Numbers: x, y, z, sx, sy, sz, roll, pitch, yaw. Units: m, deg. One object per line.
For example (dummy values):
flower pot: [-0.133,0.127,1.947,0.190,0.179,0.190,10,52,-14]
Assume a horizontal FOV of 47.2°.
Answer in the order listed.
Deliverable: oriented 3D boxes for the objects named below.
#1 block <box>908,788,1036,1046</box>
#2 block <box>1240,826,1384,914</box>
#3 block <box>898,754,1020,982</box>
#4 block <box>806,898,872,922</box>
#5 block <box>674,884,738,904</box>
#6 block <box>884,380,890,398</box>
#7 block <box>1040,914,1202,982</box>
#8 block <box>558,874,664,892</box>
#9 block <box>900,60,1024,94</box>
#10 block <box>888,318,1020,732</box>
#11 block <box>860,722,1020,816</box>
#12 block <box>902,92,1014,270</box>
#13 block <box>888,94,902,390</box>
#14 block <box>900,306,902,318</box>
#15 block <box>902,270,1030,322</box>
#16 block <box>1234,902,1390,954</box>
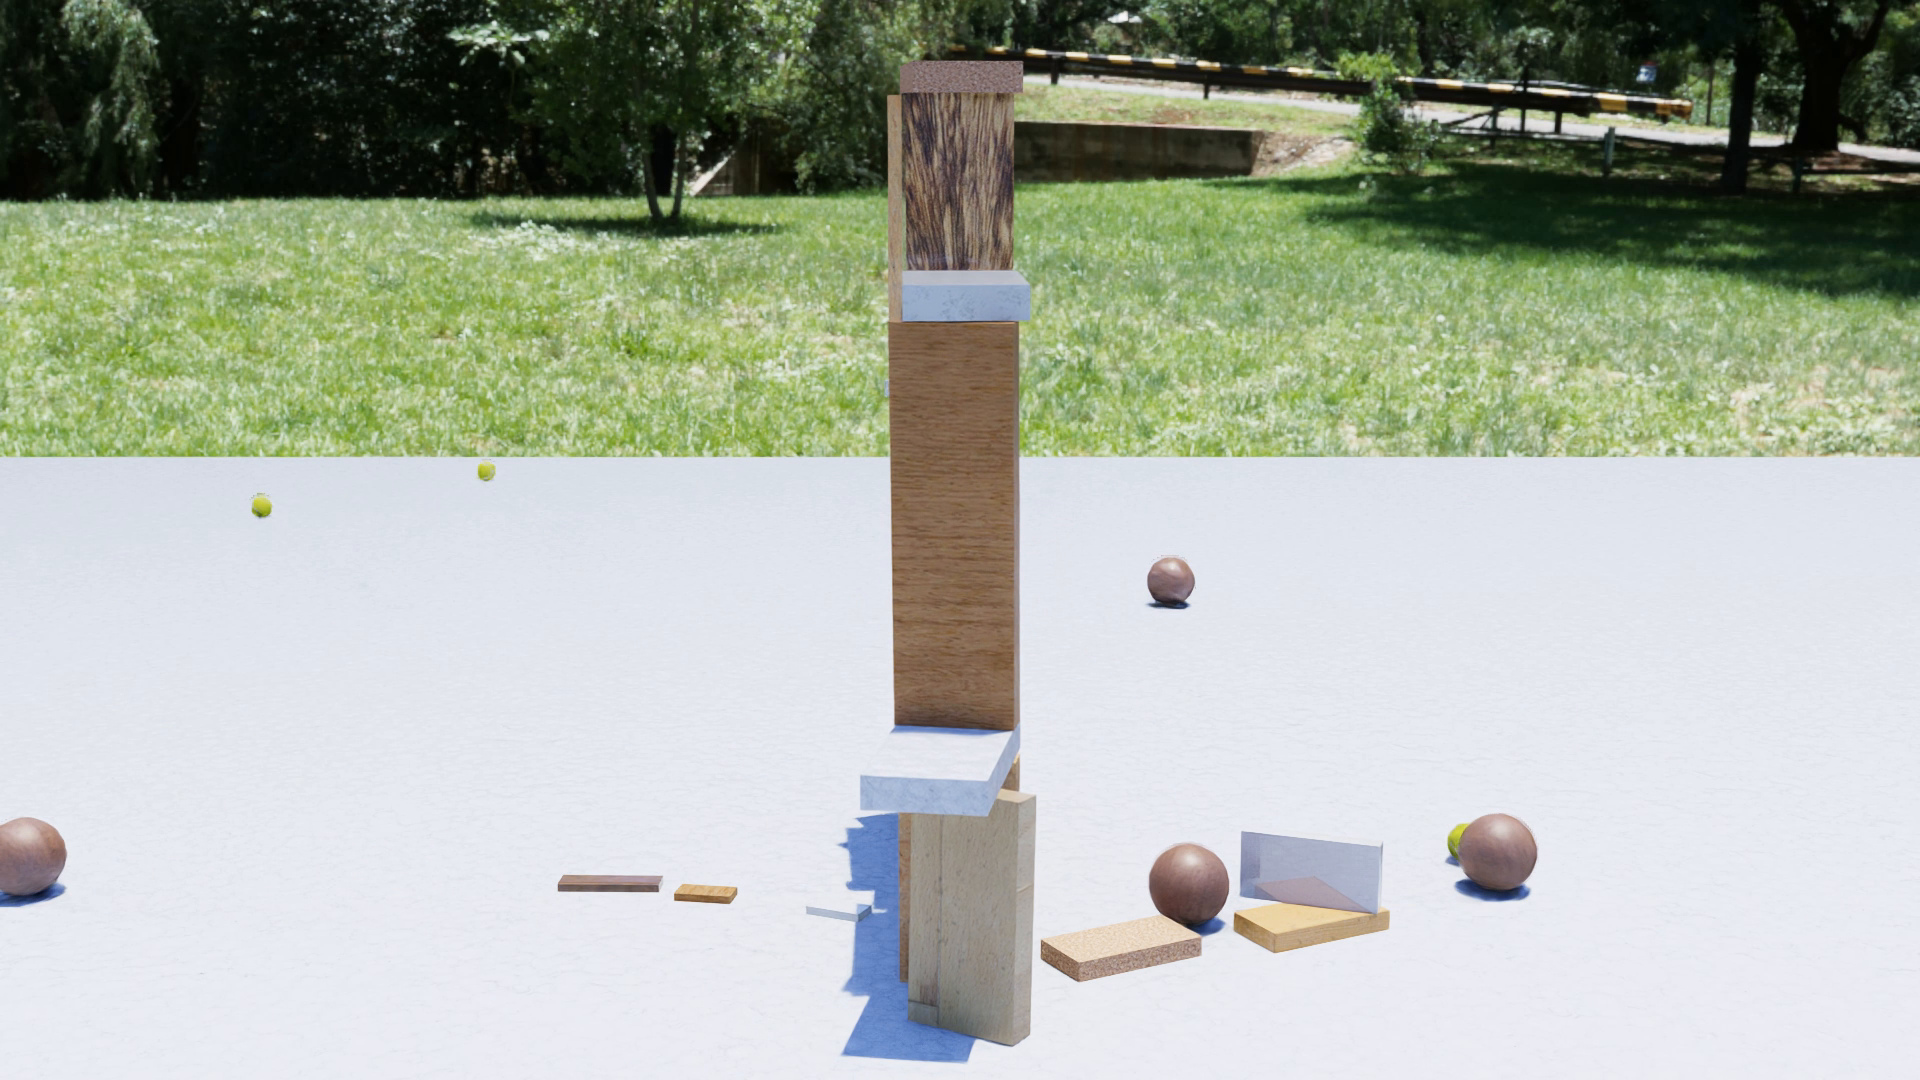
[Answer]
block: [0.016,0.519,3.093,0.174,0.347,0.049,6,10,31]
block: [0.562,0.528,3.526,0.223,0.112,0.032,4,11,21]
block: [-0.001,0.488,3.265,0.174,0.347,0.049,2,11,8]
block: [-0.197,0.601,3.574,0.095,0.014,0.048,5,12,24]
block: [-0.422,0.587,3.647,0.095,0.014,0.048,2,11,10]
block: [-0.044,-0.259,3.866,0.102,0.029,0.204,-5,12,-25]
block: [0.248,0.627,3.383,0.223,0.032,0.112,-6,12,-28]
block: [-0.587,0.578,3.698,0.170,0.014,0.048,0,11,1]
block: [-0.002,-0.760,3.627,0.174,0.049,0.347,-1,11,-5]
block: [-0.006,-0.020,3.157,0.178,0.591,0.050,2,13,11]
block: [-0.022,0.313,3.117,0.174,0.049,0.347,2,10,9]
block: [-0.004,-0.539,3.526,0.174,0.347,0.049,-2,11,-9]
block: [-0.036,-0.509,3.772,0.174,0.497,0.049,-7,13,-31]
block: [0.000,-0.183,3.397,0.178,0.356,0.050,0,10,2]
block: [0.004,-0.362,3.239,0.178,0.050,0.356,0,10,-2]
block: [0.560,0.606,3.498,0.223,0.032,0.112,-6,12,-28]
